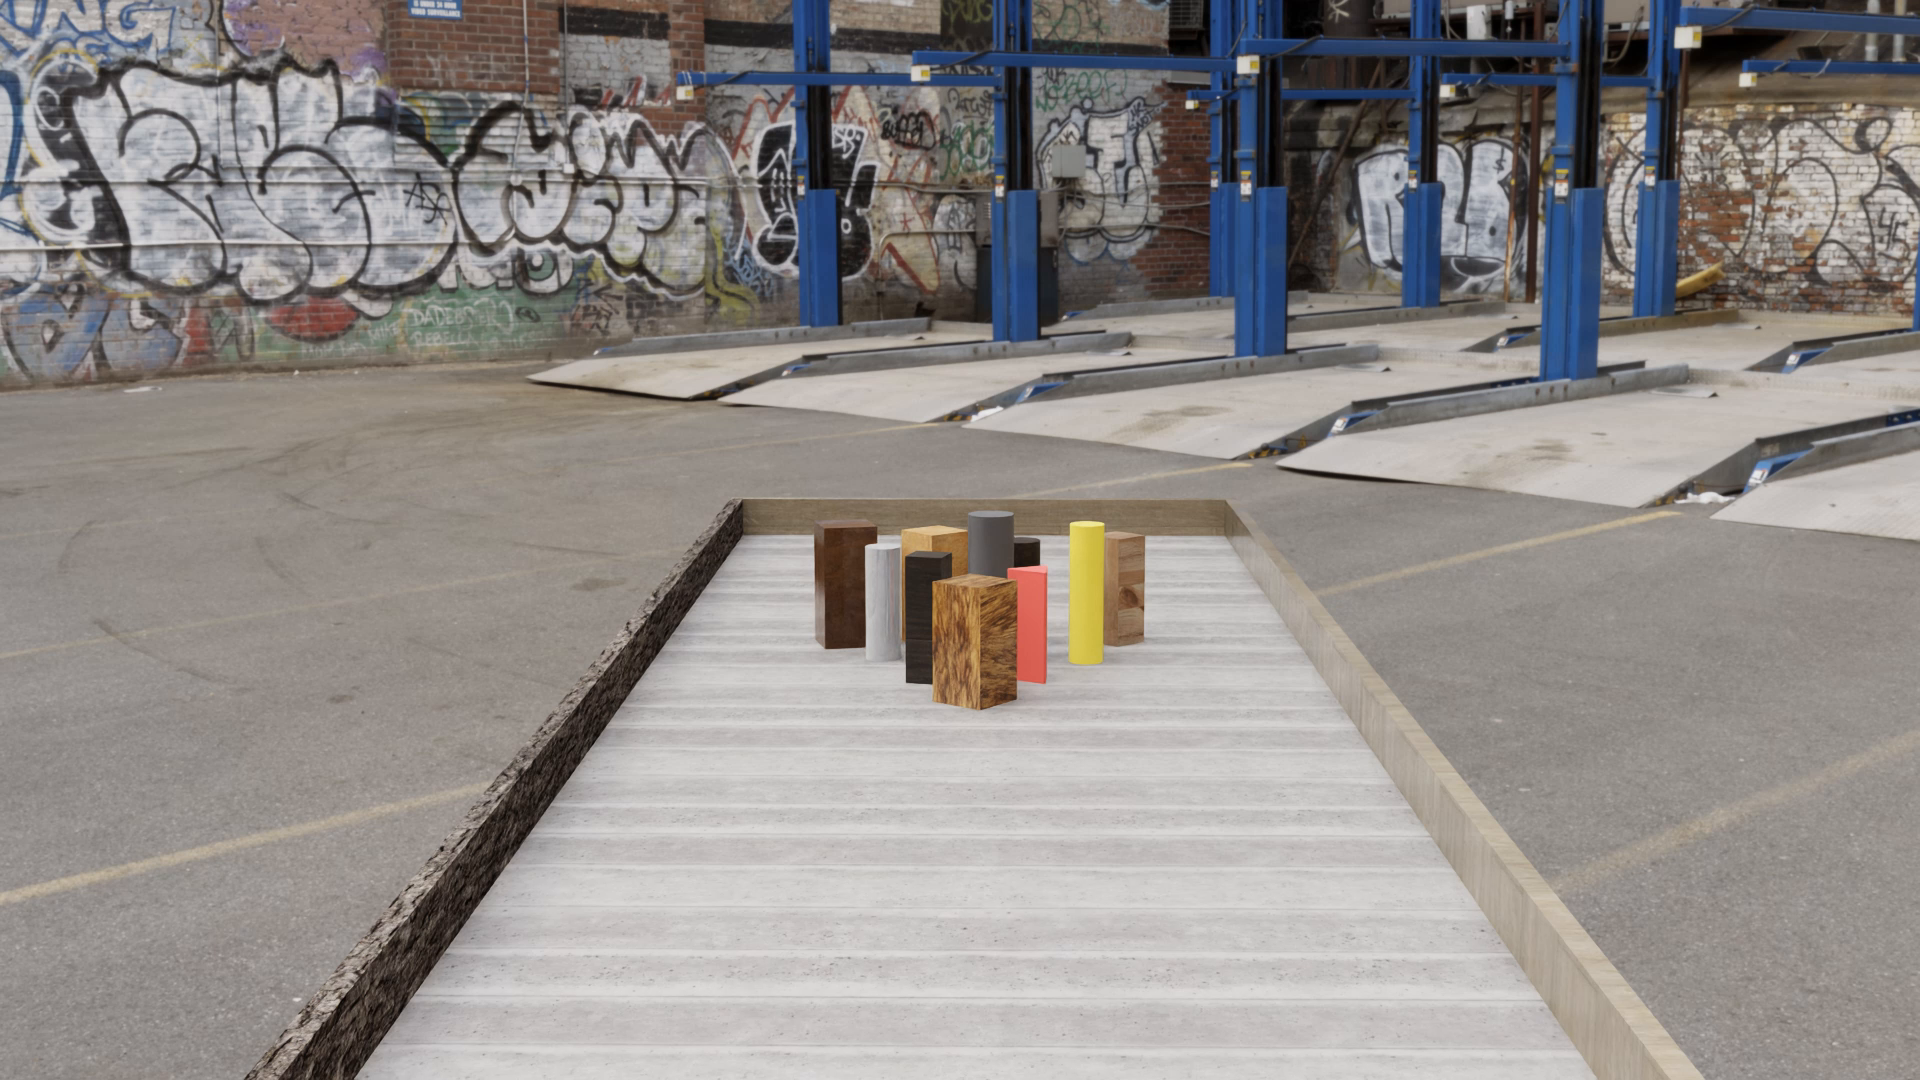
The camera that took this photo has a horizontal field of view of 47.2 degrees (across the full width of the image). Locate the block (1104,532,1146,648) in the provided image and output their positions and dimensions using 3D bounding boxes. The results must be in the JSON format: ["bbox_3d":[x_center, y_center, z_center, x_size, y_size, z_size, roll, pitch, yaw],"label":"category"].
[{"bbox_3d":[0.497,0.154,6.949,0.122,0.342,0.122,-8,12,-42],"label":"block"}]

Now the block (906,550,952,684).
[{"bbox_3d":[-0.091,0.226,6.396,0.108,0.373,0.108,3,9,16],"label":"block"}]

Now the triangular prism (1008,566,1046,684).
[{"bbox_3d":[0.222,0.243,6.432,0.129,0.327,0.112,6,11,33],"label":"triangular prism"}]

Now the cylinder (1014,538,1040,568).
[{"bbox_3d":[0.193,0.164,6.919,0.120,0.331,0.120,0,9,0],"label":"cylinder"}]

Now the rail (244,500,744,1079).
[{"bbox_3d":[-1.004,0.839,3.234,0.050,0.150,12.000,0,9,1],"label":"rail"}]

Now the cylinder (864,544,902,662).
[{"bbox_3d":[-0.234,0.190,6.705,0.109,0.346,0.109,0,9,0],"label":"cylinder"}]

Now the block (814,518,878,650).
[{"bbox_3d":[-0.360,0.137,6.926,0.168,0.382,0.168,-2,9,-14],"label":"block"}]

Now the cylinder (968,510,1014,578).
[{"bbox_3d":[0.094,0.141,6.698,0.141,0.446,0.141,0,9,0],"label":"cylinder"}]

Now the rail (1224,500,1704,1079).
[{"bbox_3d":[1.046,0.843,3.208,0.050,0.150,12.000,0,9,1],"label":"rail"}]

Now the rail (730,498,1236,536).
[{"bbox_3d":[0.099,-0.098,9.147,2.100,0.150,0.050,0,9,1],"label":"rail"}]

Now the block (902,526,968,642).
[{"bbox_3d":[-0.078,0.146,6.948,0.153,0.357,0.153,-7,12,-39],"label":"block"}]

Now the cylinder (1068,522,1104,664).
[{"bbox_3d":[0.383,0.160,6.655,0.105,0.421,0.105,0,9,0],"label":"cylinder"}]

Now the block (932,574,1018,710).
[{"bbox_3d":[0.042,0.282,6.142,0.168,0.341,0.168,7,11,38],"label":"block"}]
